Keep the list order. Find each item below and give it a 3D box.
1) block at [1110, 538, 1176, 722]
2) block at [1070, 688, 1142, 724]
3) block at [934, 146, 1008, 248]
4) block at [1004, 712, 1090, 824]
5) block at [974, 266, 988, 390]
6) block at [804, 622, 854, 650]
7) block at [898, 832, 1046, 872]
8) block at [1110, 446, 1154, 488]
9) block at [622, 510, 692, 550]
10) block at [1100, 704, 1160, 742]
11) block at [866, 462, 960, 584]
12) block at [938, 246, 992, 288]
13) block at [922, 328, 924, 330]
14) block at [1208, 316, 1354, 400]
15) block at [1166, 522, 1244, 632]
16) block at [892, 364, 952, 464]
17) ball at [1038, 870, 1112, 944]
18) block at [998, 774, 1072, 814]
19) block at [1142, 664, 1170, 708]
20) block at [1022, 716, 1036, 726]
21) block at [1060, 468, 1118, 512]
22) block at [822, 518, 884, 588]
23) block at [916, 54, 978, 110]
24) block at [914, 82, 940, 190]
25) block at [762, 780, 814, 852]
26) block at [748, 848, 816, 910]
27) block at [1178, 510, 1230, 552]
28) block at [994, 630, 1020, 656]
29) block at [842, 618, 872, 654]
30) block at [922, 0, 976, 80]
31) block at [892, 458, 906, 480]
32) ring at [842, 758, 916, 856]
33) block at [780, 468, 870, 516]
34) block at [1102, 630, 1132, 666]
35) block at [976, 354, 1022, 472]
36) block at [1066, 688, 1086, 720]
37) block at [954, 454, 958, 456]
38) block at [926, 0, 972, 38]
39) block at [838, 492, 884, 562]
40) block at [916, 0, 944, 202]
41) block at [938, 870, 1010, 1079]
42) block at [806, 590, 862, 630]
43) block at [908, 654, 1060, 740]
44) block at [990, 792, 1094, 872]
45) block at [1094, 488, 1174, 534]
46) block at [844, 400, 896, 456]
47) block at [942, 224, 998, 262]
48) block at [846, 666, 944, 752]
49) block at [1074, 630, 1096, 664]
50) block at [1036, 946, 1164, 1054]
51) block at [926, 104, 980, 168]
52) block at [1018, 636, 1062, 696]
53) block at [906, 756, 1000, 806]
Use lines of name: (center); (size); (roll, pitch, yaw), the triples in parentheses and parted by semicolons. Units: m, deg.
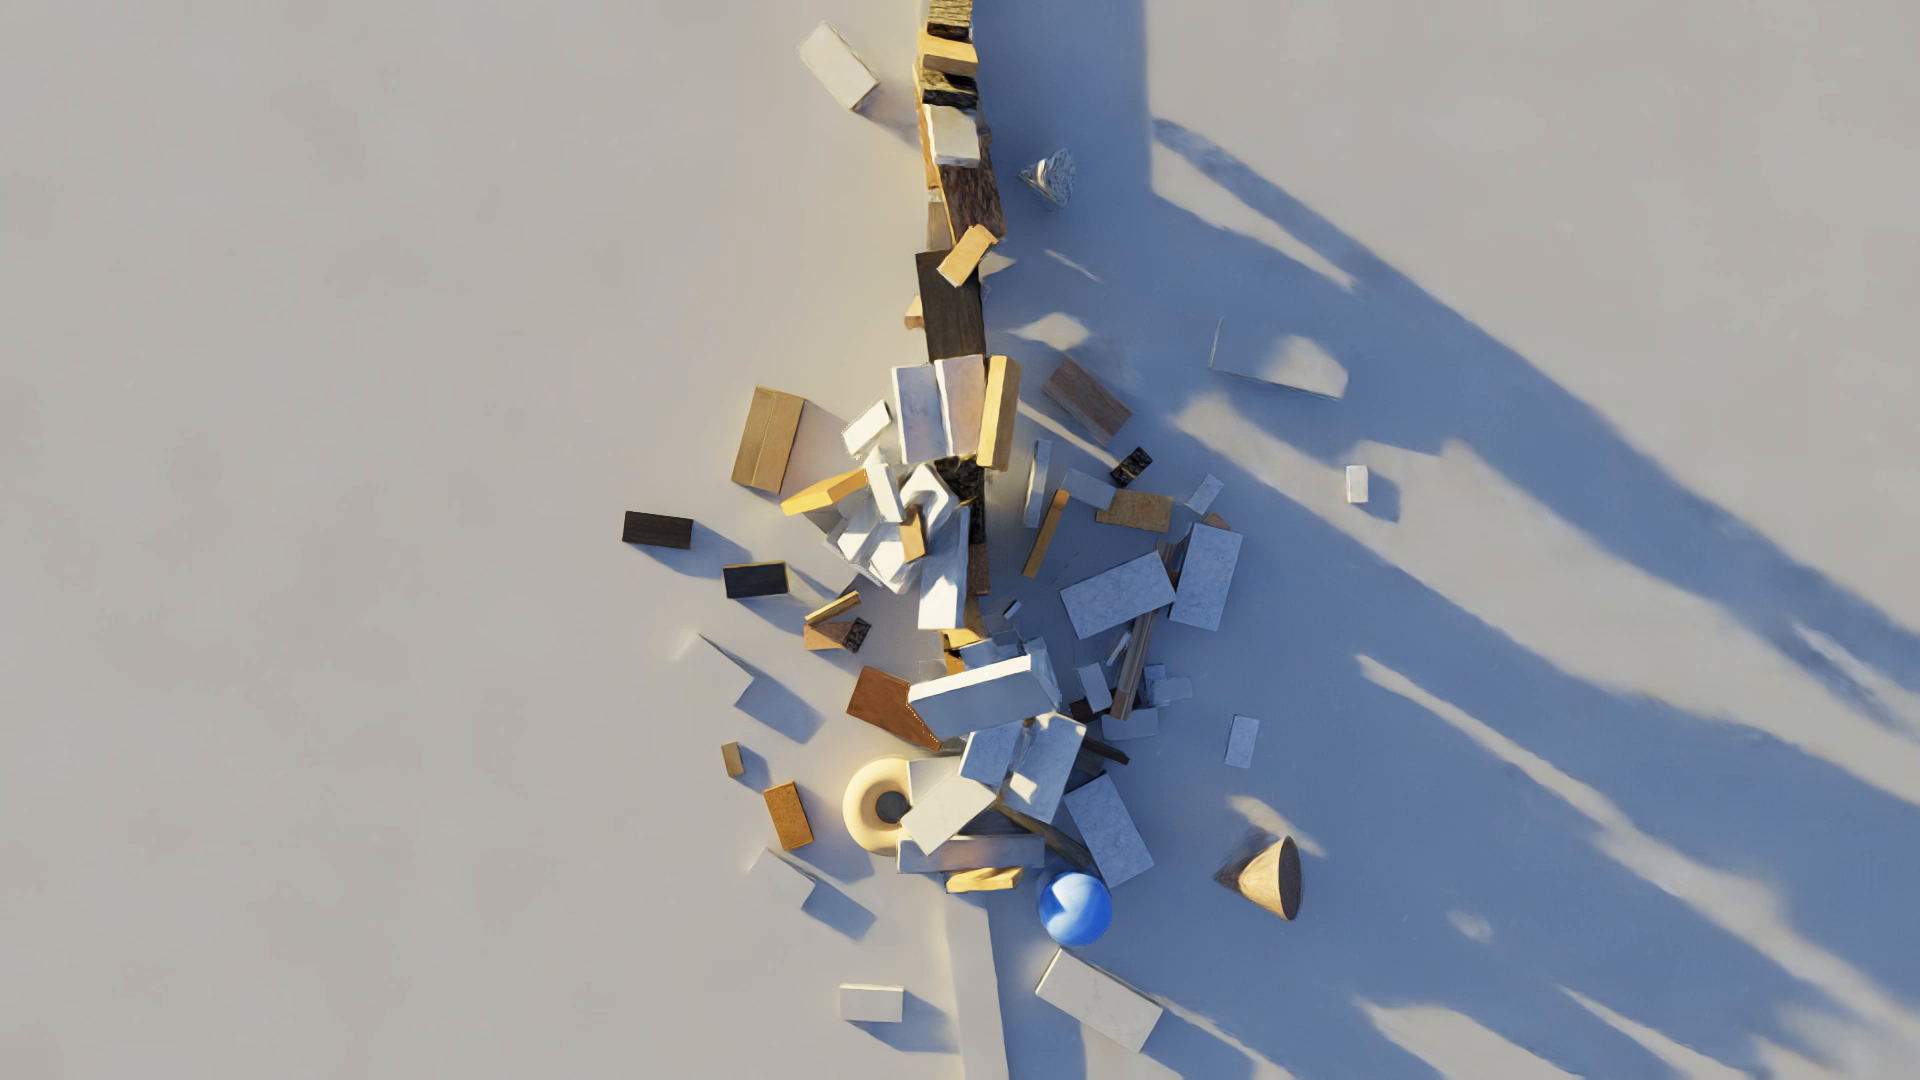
block: (0.605, 0.297, 5.451); (0.063, 0.018, 0.611); (16, 84, 0)
block: (0.482, 0.544, 5.472); (0.230, 0.021, 0.076); (-18, 97, -6)
block: (0.029, -1.135, 5.338); (0.174, 0.049, 0.347); (-15, 97, -8)
block: (0.281, 0.737, 5.386); (0.170, 0.048, 0.339); (21, 97, 14)
block: (-0.007, -0.582, 5.094); (0.176, 0.050, 0.549); (-6, 85, 0)
block: (-0.433, 0.318, 5.488); (0.167, 0.024, 0.083); (-4, 90, 0)
block: (0.039, 1.029, 5.432); (0.483, 0.032, 0.113); (0, 107, -9)
block: (0.571, -0.242, 5.490); (0.135, 0.019, 0.068); (-43, 90, 0)
block: (-1.006, -0.033, 5.485); (0.220, 0.029, 0.104); (7, 90, 0)
block: (0.561, 0.609, 5.466); (0.189, 0.027, 0.094); (-7, 103, -6)
block: (-0.157, -0.051, 5.197); (0.351, 0.050, 0.176); (-53, 52, 21)
block: (0.015, -0.851, 4.996); (0.081, 0.023, 0.161); (44, 97, 4)
block: (-0.067, -0.719, 5.367); (0.085, 0.170, 0.024); (-3, 111, 13)
block: (1.068, -0.603, 5.475); (0.449, 0.049, 0.174); (13, 90, 0)
block: (0.810, 0.120, 5.458); (0.166, 0.047, 0.332); (14, 95, -4)
block: (-0.114, -0.381, 4.973); (0.143, 0.040, 0.285); (-8, 96, -17)
ball: (0.375, 1.198, 5.382); (0.236, 0.236, 0.236); (0, 90, 0)
block: (0.247, 0.796, 5.452); (0.226, 0.032, 0.113); (-34, 90, 6)
block: (0.653, 0.486, 5.490); (0.070, 0.020, 0.140); (-7, 90, 0)
block: (0.207, 0.546, 5.460); (0.072, 0.020, 0.144); (-8, 90, 0)
block: (0.427, -0.168, 5.464); (0.171, 0.024, 0.084); (25, 94, 15)
block: (-0.322, 0.038, 5.451); (0.242, 0.034, 0.121); (36, 56, 0)
block: (-0.042, -1.438, 5.149); (0.166, 0.332, 0.047); (4, 126, -8)
block: (-0.043, -1.333, 5.390); (0.174, 0.049, 0.347); (-7, 90, 0)
block: (-0.569, 0.919, 5.485); (0.105, 0.030, 0.210); (-20, 90, 0)
block: (-0.593, 1.126, 5.485); (0.210, 0.030, 0.105); (35, 90, 0)
block: (0.812, -0.010, 5.488); (0.167, 0.024, 0.083); (-45, 90, 0)
block: (0.165, 0.380, 5.458); (0.076, 0.021, 0.151); (-11, 75, 0)
block: (-0.343, 0.317, 5.471); (0.054, 0.015, 0.108); (33, 77, -18)
block: (-0.042, -1.728, 5.439); (0.166, 0.047, 1.065); (-3, 90, 0)
block: (-0.176, -0.258, 5.281); (0.026, 0.090, 0.180); (37, 94, -4)
ring: (-0.225, 0.883, 5.447); (0.325, 0.108, 0.325); (0, 89, -1)
block: (-0.433, -0.154, 5.316); (0.164, 0.329, 0.047); (-32, 101, -31)
block: (0.518, 0.359, 5.467); (0.018, 0.063, 0.127); (33, 90, -8)
block: (0.119, -0.378, 4.947); (0.047, 0.164, 0.329); (8, 89, 19)
block: (0.356, 0.652, 5.490); (0.072, 0.020, 0.396); (30, 90, 0)
block: (-0.037, -0.344, 5.030); (0.084, 0.024, 0.168); (6, 95, -1)
block: (-0.031, -1.694, 5.304); (0.132, 0.264, 0.037); (6, 131, 0)
block: (-0.306, -0.039, 5.276); (0.029, 0.104, 0.207); (20, 113, -40)
block: (-0.088, -1.941, 5.481); (0.132, 0.037, 1.720); (-4, 90, 0)
block: (0.077, 1.693, 5.479); (0.145, 0.041, 1.206); (-7, 90, 0)
block: (-0.419, 0.232, 5.462); (0.189, 0.054, 0.015); (-28, 49, -8)
block: (0.062, 0.410, 4.265); (0.348, 0.049, 0.174); (-17, 130, 22)
block: (0.273, 0.968, 5.490); (0.382, 0.020, 0.070); (36, 90, 0)
block: (0.579, -0.102, 5.483); (0.242, 0.034, 0.121); (9, 90, 0)
block: (-0.289, -0.352, 5.223); (0.180, 0.025, 0.090); (-39, 54, 24)
block: (0.032, -0.878, 5.025); (0.081, 0.023, 0.161); (44, 91, 3)
block: (-0.193, 0.556, 5.442); (0.332, 0.047, 0.166); (22, 103, 6)
block: (0.416, 0.347, 5.490); (0.067, 0.019, 0.135); (0, 90, 0)
block: (0.462, 1.528, 5.476); (0.391, 0.048, 0.170); (30, 90, 0)
block: (-0.026, -1.296, 5.140); (0.143, 0.040, 0.310); (2, 59, -15)
block: (0.264, 0.431, 5.459); (0.095, 0.027, 0.204); (-18, 90, -41)
block: (-0.023, 0.784, 5.411); (0.290, 0.041, 0.145); (-5, 84, -13)
